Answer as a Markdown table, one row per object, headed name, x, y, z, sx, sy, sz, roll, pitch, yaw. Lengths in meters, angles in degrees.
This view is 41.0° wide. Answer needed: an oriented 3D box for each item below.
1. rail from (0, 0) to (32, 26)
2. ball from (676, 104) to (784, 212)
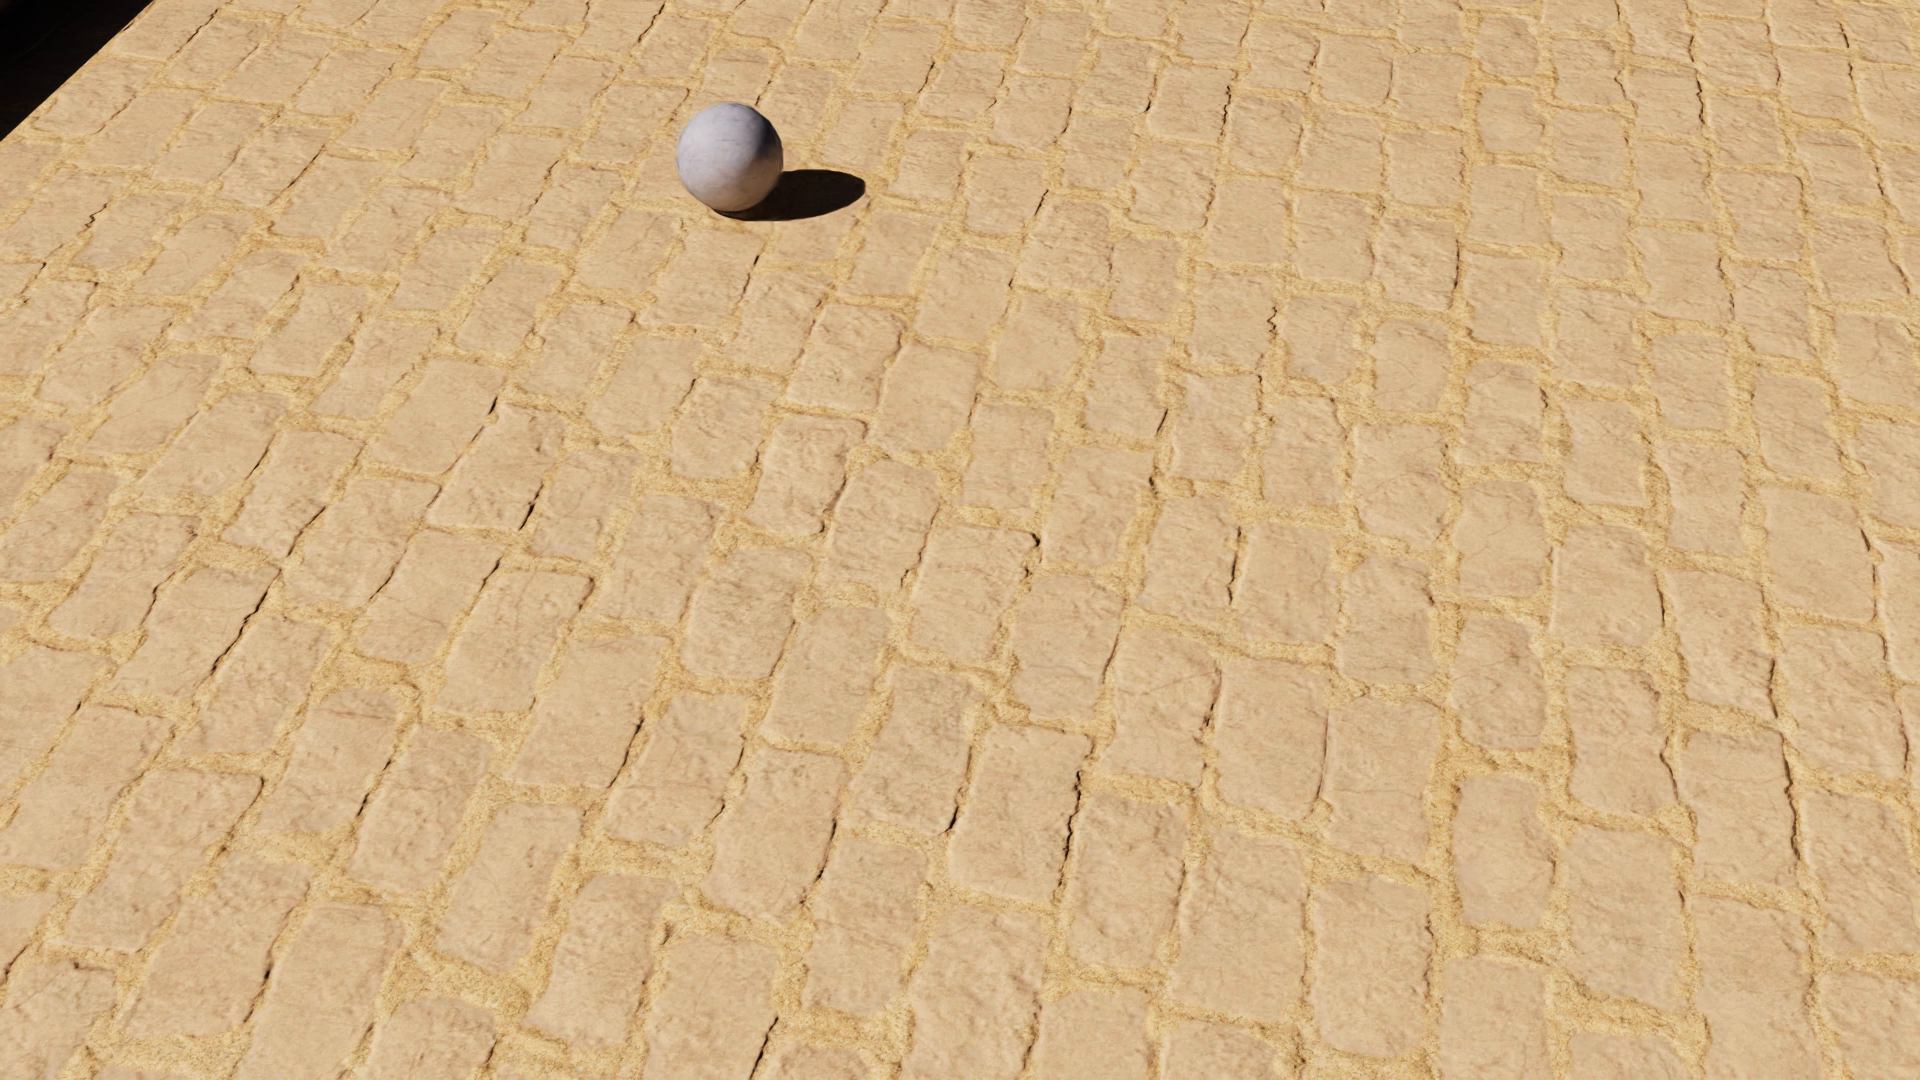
| name | x | y | z | sx | sy | sz | roll | pitch | yaw |
| --- | --- | --- | --- | --- | --- | --- | --- | --- | --- |
| rail | -1.044 | -0.122 | 1.861 | 0.045 | 0.118 | 2.463 | 6 | 36 | 8 |
| ball | -0.195 | -0.324 | 2.172 | 0.091 | 0.091 | 0.091 | 0 | 35 | 0 |
